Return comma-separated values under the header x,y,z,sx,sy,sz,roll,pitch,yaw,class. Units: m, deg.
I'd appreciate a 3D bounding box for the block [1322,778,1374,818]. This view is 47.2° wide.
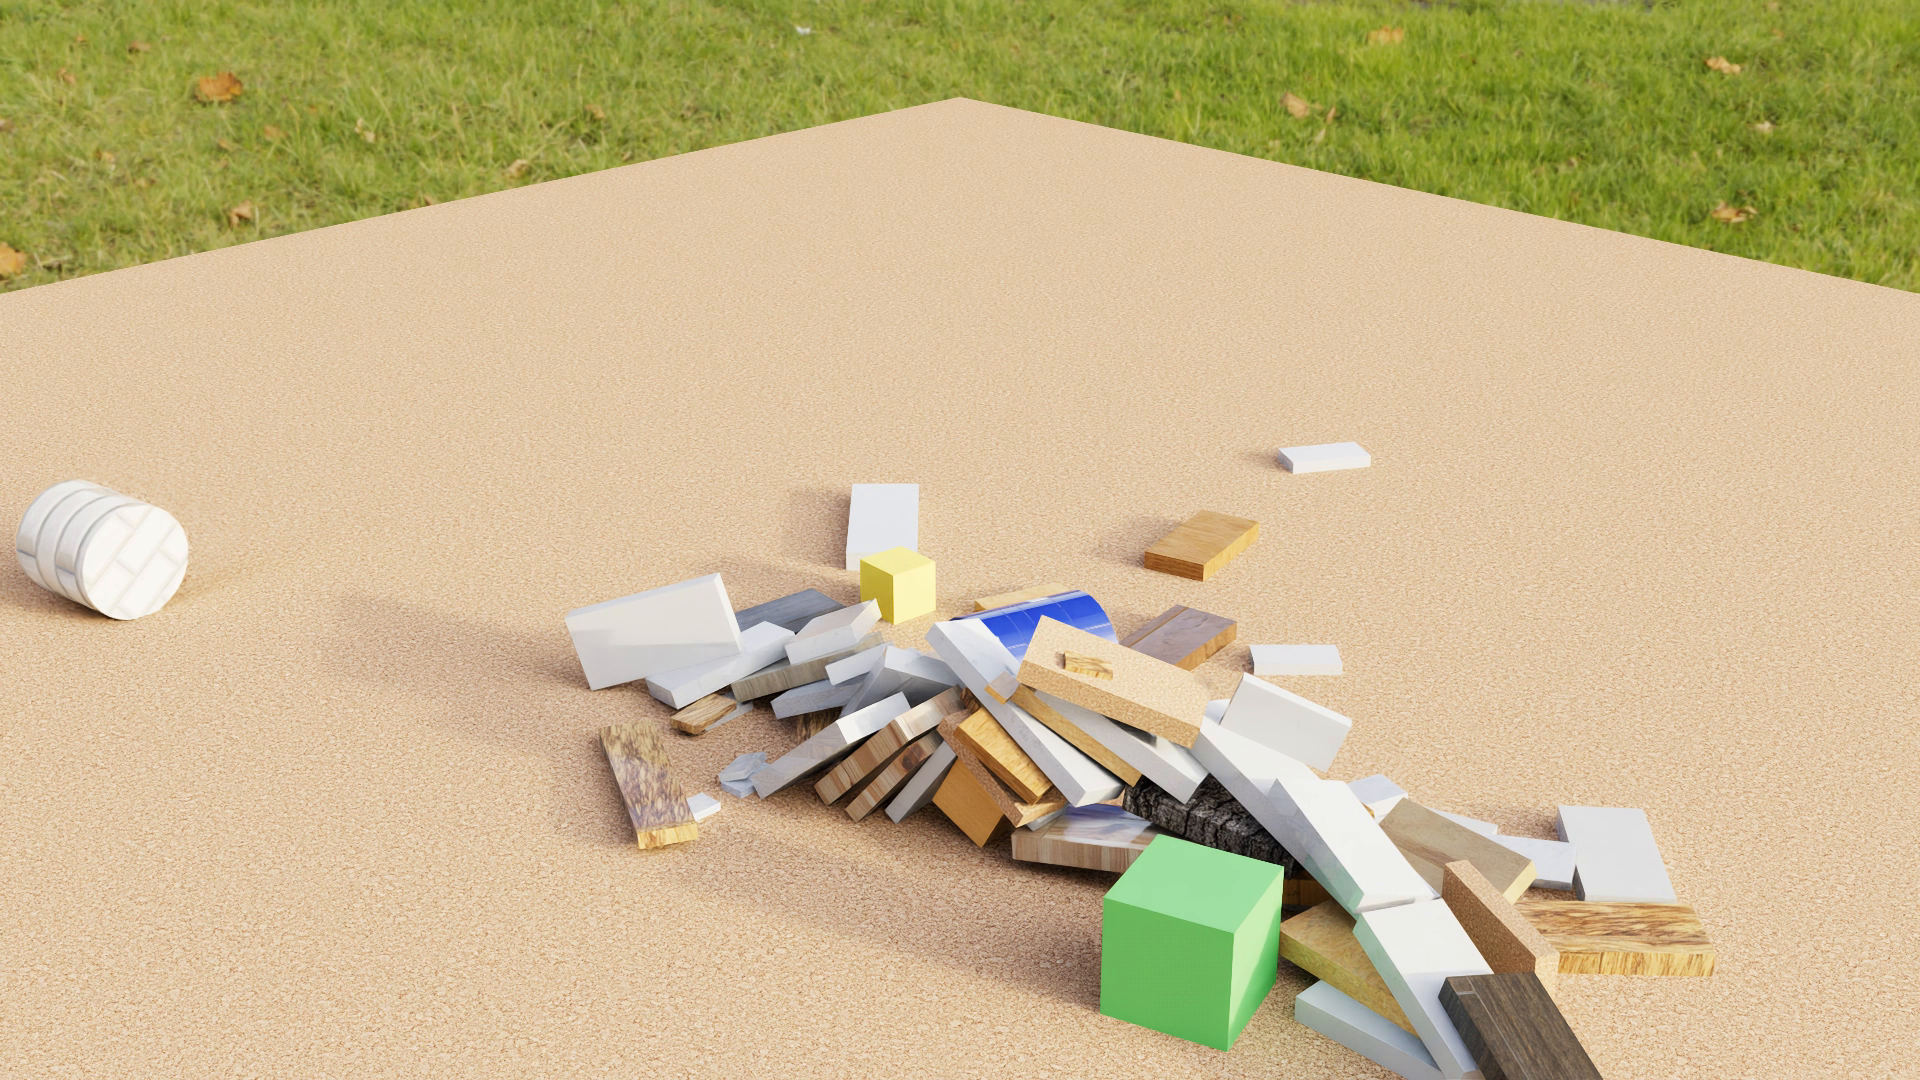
x,y,z,sx,sy,sz,roll,pitch,yaw,class
0.731,0.528,4.356,0.093,0.026,0.186,-15,19,-17,block

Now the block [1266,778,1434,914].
x,y,z,sx,sy,sz,roll,pitch,yaw,class
0.696,0.546,3.942,0.158,0.045,0.316,6,31,-30,block

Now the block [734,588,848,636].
x,y,z,sx,sy,sz,roll,pitch,yaw,class
-0.443,0.212,5.196,0.360,0.051,0.180,-18,29,-36,block

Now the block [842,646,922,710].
x,y,z,sx,sy,sz,roll,pitch,yaw,class
-0.113,0.342,4.828,0.165,0.047,0.330,22,26,17,block

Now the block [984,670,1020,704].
x,y,z,sx,sy,sz,roll,pitch,yaw,class
0.084,0.283,4.220,0.046,0.013,0.093,38,25,9,block

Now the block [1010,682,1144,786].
x,y,z,sx,sy,sz,roll,pitch,yaw,class
0.248,0.353,4.241,0.288,0.041,0.144,35,24,11,block

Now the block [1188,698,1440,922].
x,y,z,sx,sy,sz,roll,pitch,yaw,class
0.628,0.498,4.087,0.176,0.050,0.587,-2,35,-40,block

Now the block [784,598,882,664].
x,y,z,sx,sy,sz,roll,pitch,yaw,class
-0.282,0.204,4.948,0.157,0.044,0.313,-18,6,10,block

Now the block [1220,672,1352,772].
x,y,z,sx,sy,sz,roll,pitch,yaw,class
0.619,0.347,4.180,0.221,0.111,0.031,24,26,2,block

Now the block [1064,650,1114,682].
x,y,z,sx,sy,sz,roll,pitch,yaw,class
0.240,0.236,4.123,0.093,0.013,0.046,14,30,-8,block

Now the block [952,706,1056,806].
x,y,z,sx,sy,sz,roll,pitch,yaw,class
0.094,0.408,4.184,0.204,0.029,0.102,41,39,14,block

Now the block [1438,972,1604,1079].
x,y,z,sx,sy,sz,roll,pitch,yaw,class
0.942,0.892,3.422,0.166,0.047,0.557,1,34,-18,block

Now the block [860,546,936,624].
x,y,z,sx,sy,sz,roll,pitch,yaw,class
-0.151,0.109,5.339,0.129,0.129,0.129,-18,29,-37,block

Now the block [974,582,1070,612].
x,y,z,sx,sy,sz,roll,pitch,yaw,class
0.166,0.160,5.341,0.234,0.033,0.117,-11,25,-25,block

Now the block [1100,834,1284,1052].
x,y,z,sx,sy,sz,roll,pitch,yaw,class
0.403,0.695,3.820,0.236,0.236,0.236,12,26,25,block

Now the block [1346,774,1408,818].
x,y,z,sx,sy,sz,roll,pitch,yaw,class
0.774,0.532,4.416,0.221,0.031,0.111,-14,19,-15,block

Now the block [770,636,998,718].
x,y,z,sx,sy,sz,roll,pitch,yaw,class
-0.158,0.292,4.634,0.538,0.040,0.141,-14,11,38,block

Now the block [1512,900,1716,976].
x,y,z,sx,sy,sz,roll,pitch,yaw,class
1.180,0.723,3.997,0.332,0.047,0.166,1,23,2,block

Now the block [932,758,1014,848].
x,y,z,sx,sy,sz,roll,pitch,yaw,class
0.061,0.492,4.358,0.139,0.139,0.139,43,40,17,block

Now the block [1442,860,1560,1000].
x,y,z,sx,sy,sz,roll,pitch,yaw,class
0.945,0.714,3.876,0.045,0.158,0.316,-7,24,-16,block

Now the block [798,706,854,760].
x,y,z,sx,sy,sz,roll,pitch,yaw,class
-0.282,0.394,4.781,0.141,0.040,0.282,-2,23,-4,block

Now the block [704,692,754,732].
x,y,z,sx,sy,sz,roll,pitch,yaw,class
-0.532,0.377,4.846,0.071,0.020,0.141,19,30,38,block

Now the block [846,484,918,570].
x,y,z,sx,sy,sz,roll,pitch,yaw,class
-0.200,-0.038,5.785,0.180,0.051,0.470,0,23,-1,block

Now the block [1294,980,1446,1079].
x,y,z,sx,sy,sz,roll,pitch,yaw,class
0.757,0.832,3.739,0.169,0.048,0.338,-21,31,-40,block

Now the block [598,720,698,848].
x,y,z,sx,sy,sz,roll,pitch,yaw,class
-0.646,0.495,4.521,0.117,0.033,0.503,-8,22,-16,block

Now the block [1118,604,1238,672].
x,y,z,sx,sy,sz,roll,pitch,yaw,class
0.490,0.246,5.121,0.165,0.047,0.330,16,28,33,block

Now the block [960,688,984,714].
x,y,z,sx,sy,sz,roll,pitch,yaw,class
0.096,0.364,4.283,0.102,0.029,0.204,-10,52,-40,block

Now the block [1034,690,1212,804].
x,y,z,sx,sy,sz,roll,pitch,yaw,class
0.326,0.355,4.214,0.352,0.050,0.176,35,24,12,block

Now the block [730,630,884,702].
x,y,z,sx,sy,sz,roll,pitch,yaw,class
-0.333,0.279,4.853,0.313,0.044,0.157,-17,7,22,block

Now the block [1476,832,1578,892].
x,y,z,sx,sy,sz,roll,pitch,yaw,class
1.048,0.612,4.214,0.251,0.026,0.093,4,46,22,block

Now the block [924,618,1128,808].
x,y,z,sx,sy,sz,roll,pitch,yaw,class
0.126,0.328,4.256,0.144,0.041,0.469,-2,43,-52,block
